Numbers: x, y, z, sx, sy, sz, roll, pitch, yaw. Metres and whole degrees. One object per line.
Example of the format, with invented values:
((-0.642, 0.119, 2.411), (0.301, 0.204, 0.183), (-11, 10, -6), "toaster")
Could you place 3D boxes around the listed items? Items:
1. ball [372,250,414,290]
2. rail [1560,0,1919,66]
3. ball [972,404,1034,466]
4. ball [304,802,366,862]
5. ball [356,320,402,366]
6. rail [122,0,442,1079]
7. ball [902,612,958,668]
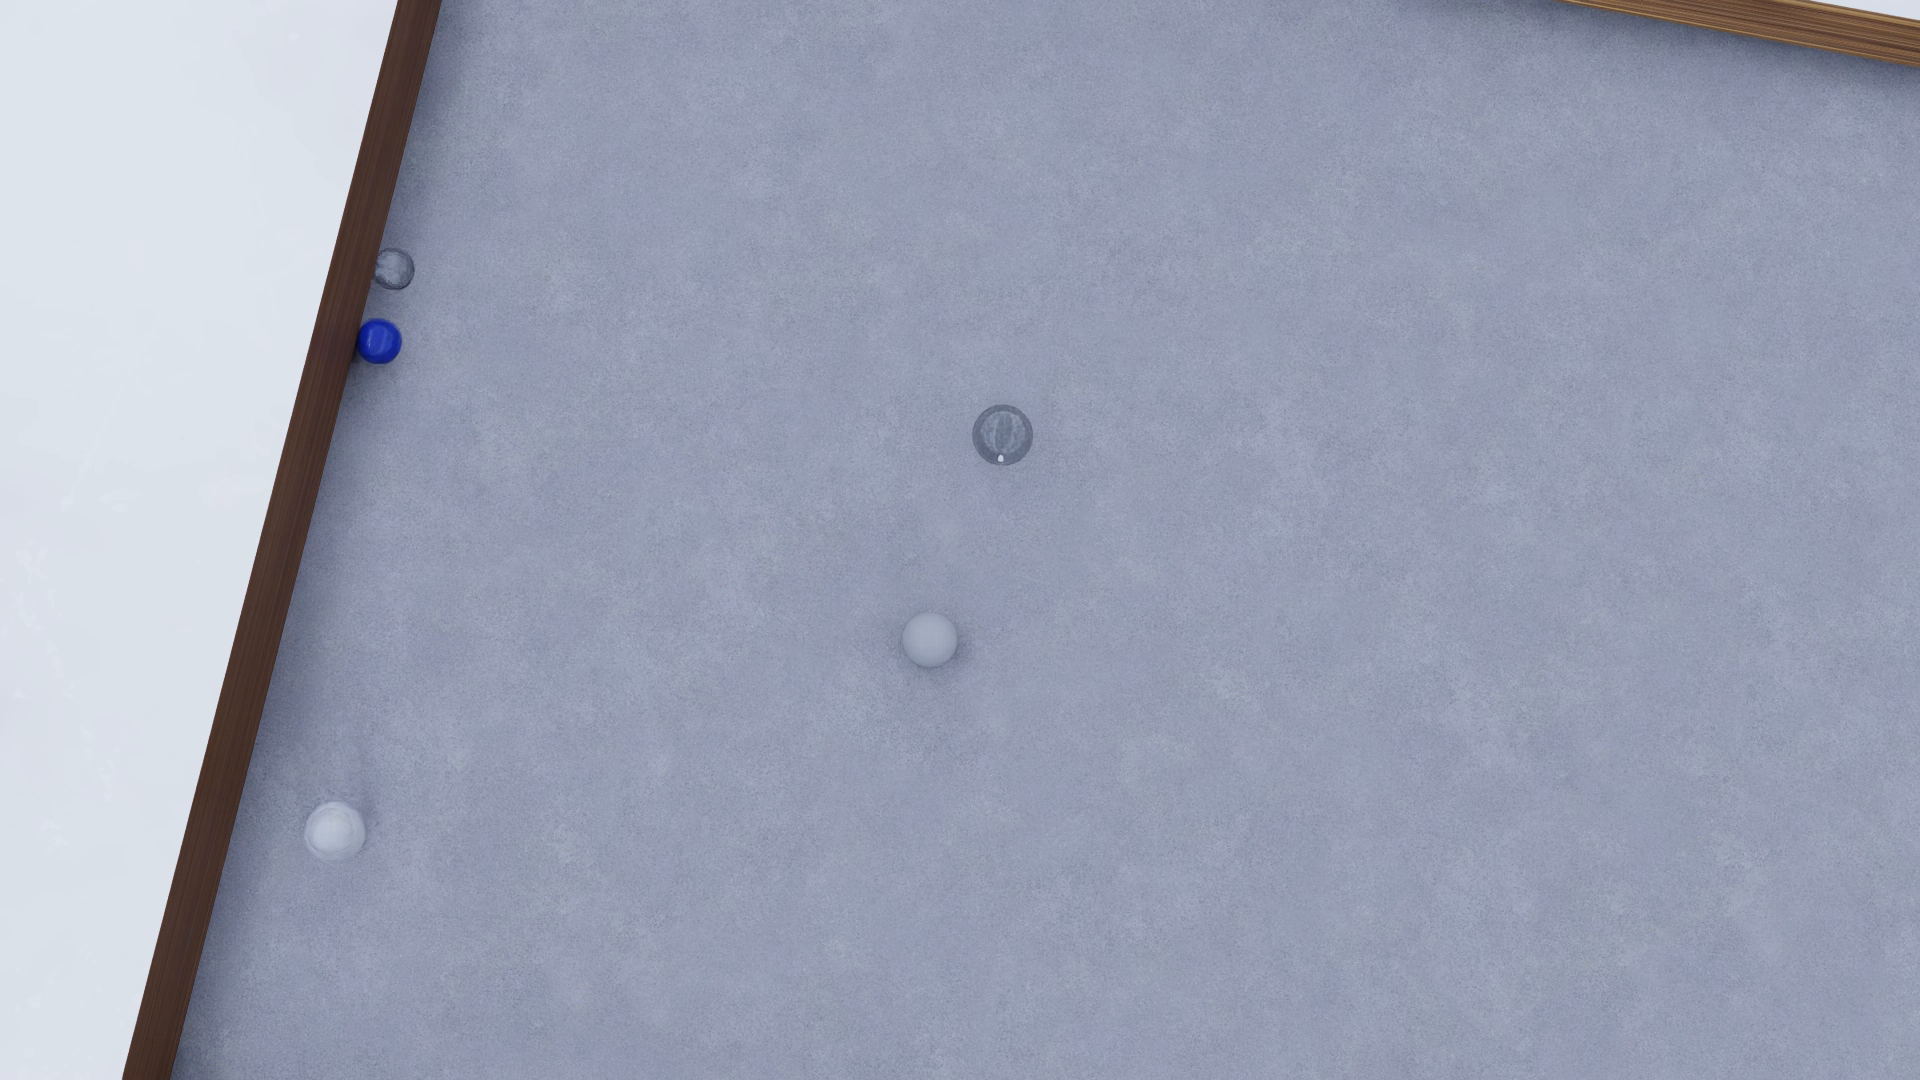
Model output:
((-0.867, -0.413, 3.362), (0.062, 0.062, 0.062), (0, 80, 0), "ball")
((1.177, -0.810, 3.402), (3.990, 0.121, 0.045), (11, 80, 2), "rail")
((0.064, -0.157, 3.301), (0.093, 0.093, 0.093), (0, 80, 0), "ball")
((-0.910, 0.425, 3.201), (0.087, 0.087, 0.087), (0, 80, 0), "ball")
((-0.883, -0.300, 3.339), (0.068, 0.068, 0.068), (0, 80, 0), "ball")
((-0.956, -0.189, 3.292), (0.045, 0.121, 2.107), (11, 80, 2), "rail")
((-0.045, 0.147, 3.252), (0.083, 0.083, 0.083), (0, 80, 0), "ball")
